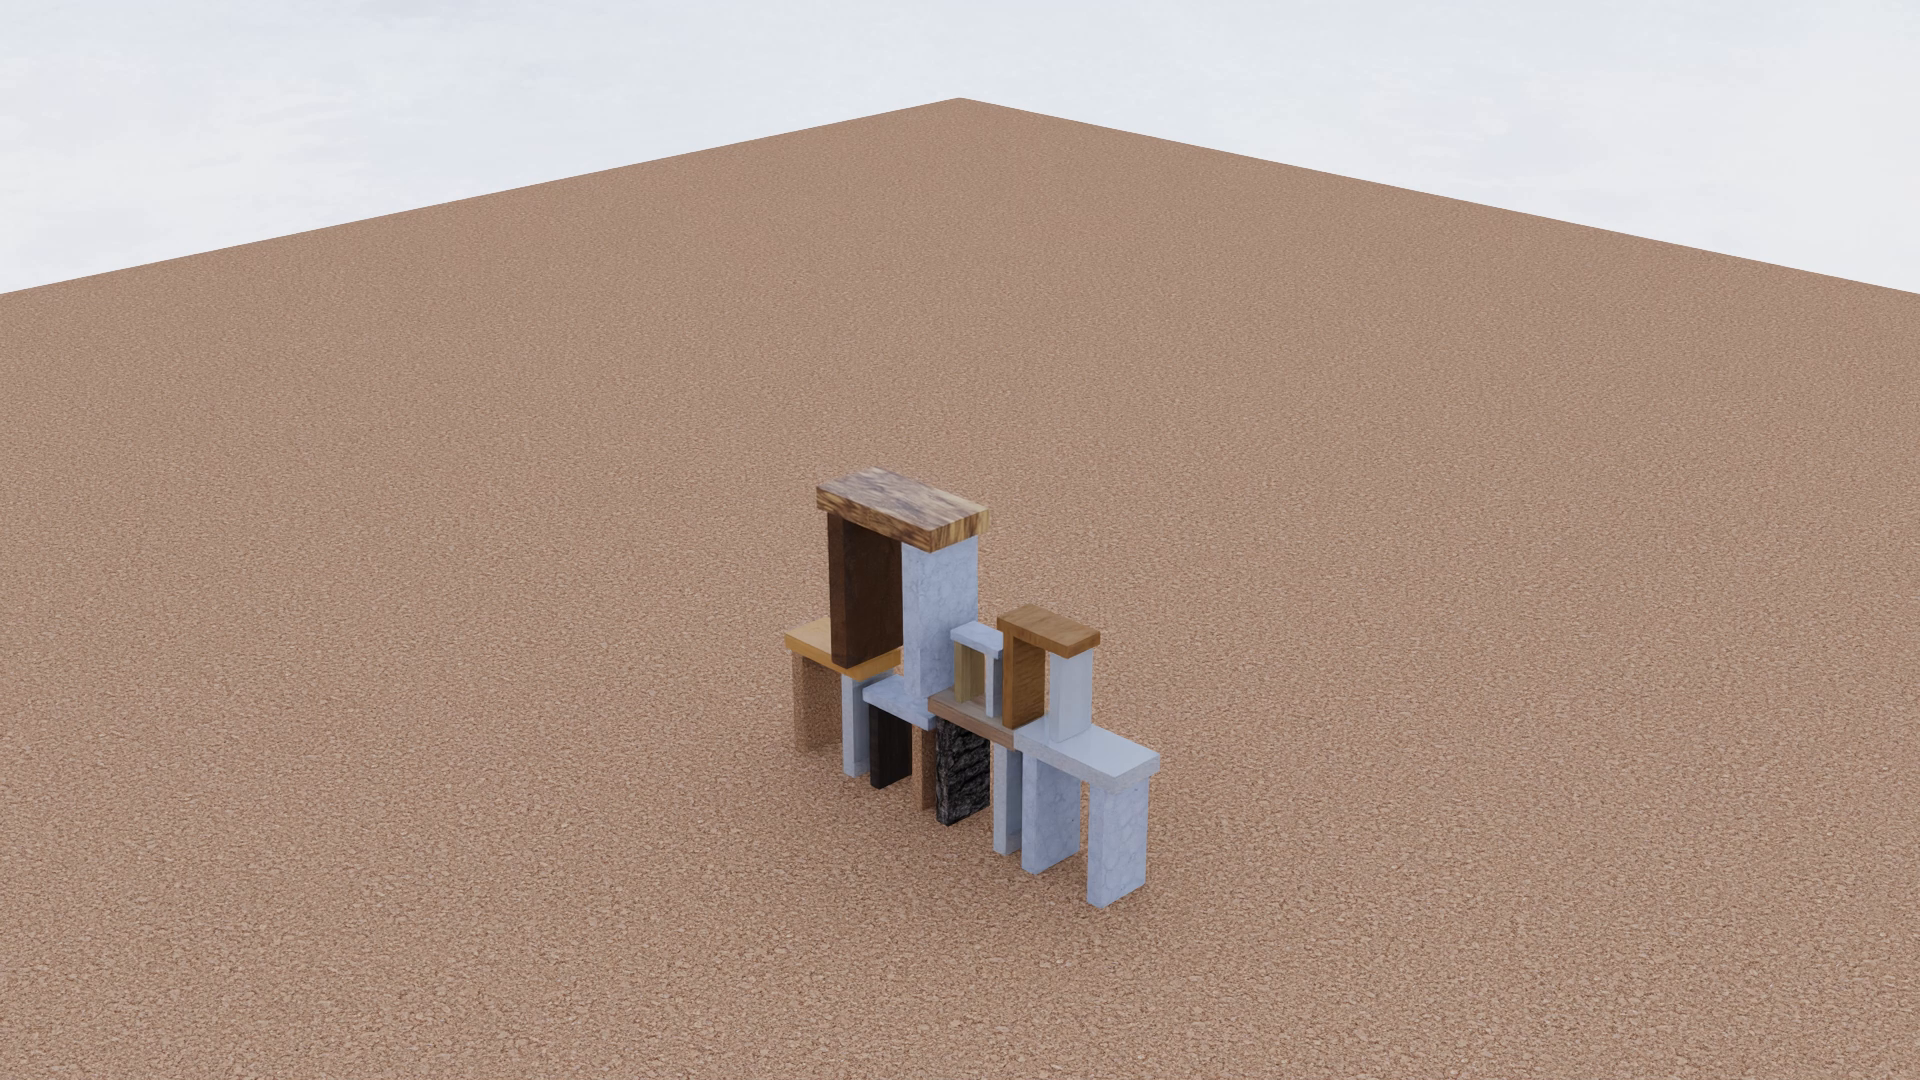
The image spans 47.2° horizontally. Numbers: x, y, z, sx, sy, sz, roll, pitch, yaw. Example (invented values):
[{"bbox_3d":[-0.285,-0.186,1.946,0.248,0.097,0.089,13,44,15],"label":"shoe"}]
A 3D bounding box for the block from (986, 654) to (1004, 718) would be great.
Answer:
[{"bbox_3d":[0.080,0.273,4.252,0.065,0.130,0.018,-21,31,-41],"label":"block"}]

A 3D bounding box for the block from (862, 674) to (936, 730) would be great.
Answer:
[{"bbox_3d":[-0.098,0.329,4.463,0.191,0.027,0.095,21,31,41],"label":"block"}]

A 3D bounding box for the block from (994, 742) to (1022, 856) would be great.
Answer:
[{"bbox_3d":[0.120,0.487,4.306,0.034,0.239,0.120,21,31,41],"label":"block"}]

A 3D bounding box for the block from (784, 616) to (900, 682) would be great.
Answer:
[{"bbox_3d":[-0.246,0.226,4.591,0.232,0.033,0.116,21,31,41],"label":"block"}]

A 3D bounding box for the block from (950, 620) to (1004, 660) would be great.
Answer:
[{"bbox_3d":[0.050,0.193,4.251,0.065,0.018,0.130,-21,31,-40],"label":"block"}]

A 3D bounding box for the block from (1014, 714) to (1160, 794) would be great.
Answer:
[{"bbox_3d":[0.237,0.396,4.130,0.255,0.036,0.127,21,31,41],"label":"block"}]

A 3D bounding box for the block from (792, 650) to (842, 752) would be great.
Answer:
[{"bbox_3d":[-0.301,0.327,4.693,0.033,0.232,0.116,21,31,41],"label":"block"}]

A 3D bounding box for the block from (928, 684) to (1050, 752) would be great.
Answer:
[{"bbox_3d":[0.063,0.340,4.304,0.120,0.034,0.239,-21,31,-41],"label":"block"}]

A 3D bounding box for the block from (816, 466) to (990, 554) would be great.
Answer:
[{"bbox_3d":[-0.115,-0.063,4.324,0.323,0.046,0.162,21,31,40],"label":"block"}]

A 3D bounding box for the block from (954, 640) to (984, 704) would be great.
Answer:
[{"bbox_3d":[0.019,0.249,4.308,0.065,0.130,0.018,-21,31,-40],"label":"block"}]

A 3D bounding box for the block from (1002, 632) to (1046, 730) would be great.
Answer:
[{"bbox_3d":[0.123,0.256,4.204,0.090,0.198,0.026,-21,31,-41],"label":"block"}]

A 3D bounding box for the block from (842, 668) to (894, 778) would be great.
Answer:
[{"bbox_3d":[-0.191,0.370,4.592,0.033,0.232,0.116,21,31,41],"label":"block"}]

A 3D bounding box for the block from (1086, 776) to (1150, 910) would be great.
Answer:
[{"bbox_3d":[0.297,0.553,4.131,0.036,0.255,0.127,21,31,41],"label":"block"}]

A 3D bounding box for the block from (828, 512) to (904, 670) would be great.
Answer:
[{"bbox_3d":[-0.190,0.081,4.466,0.046,0.331,0.162,21,31,41],"label":"block"}]

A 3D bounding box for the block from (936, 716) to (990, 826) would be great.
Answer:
[{"bbox_3d":[0.007,0.443,4.409,0.120,0.239,0.034,-21,31,-41],"label":"block"}]

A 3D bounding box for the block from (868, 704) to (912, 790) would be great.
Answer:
[{"bbox_3d":[-0.143,0.411,4.547,0.027,0.191,0.095,21,31,41],"label":"block"}]

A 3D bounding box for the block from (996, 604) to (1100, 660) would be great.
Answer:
[{"bbox_3d":[0.165,0.170,4.121,0.090,0.026,0.181,-21,31,-41],"label":"block"}]

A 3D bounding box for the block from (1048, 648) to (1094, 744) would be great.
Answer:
[{"bbox_3d":[0.208,0.281,4.122,0.026,0.181,0.090,21,31,41],"label":"block"}]

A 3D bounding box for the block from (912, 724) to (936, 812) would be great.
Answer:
[{"bbox_3d":[-0.053,0.446,4.464,0.027,0.191,0.095,21,31,41],"label":"block"}]

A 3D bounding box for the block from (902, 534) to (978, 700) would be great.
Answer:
[{"bbox_3d":[-0.038,0.137,4.325,0.162,0.323,0.046,-21,30,-41],"label":"block"}]

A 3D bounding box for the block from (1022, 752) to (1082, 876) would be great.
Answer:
[{"bbox_3d":[0.177,0.506,4.242,0.036,0.255,0.127,21,31,41],"label":"block"}]
